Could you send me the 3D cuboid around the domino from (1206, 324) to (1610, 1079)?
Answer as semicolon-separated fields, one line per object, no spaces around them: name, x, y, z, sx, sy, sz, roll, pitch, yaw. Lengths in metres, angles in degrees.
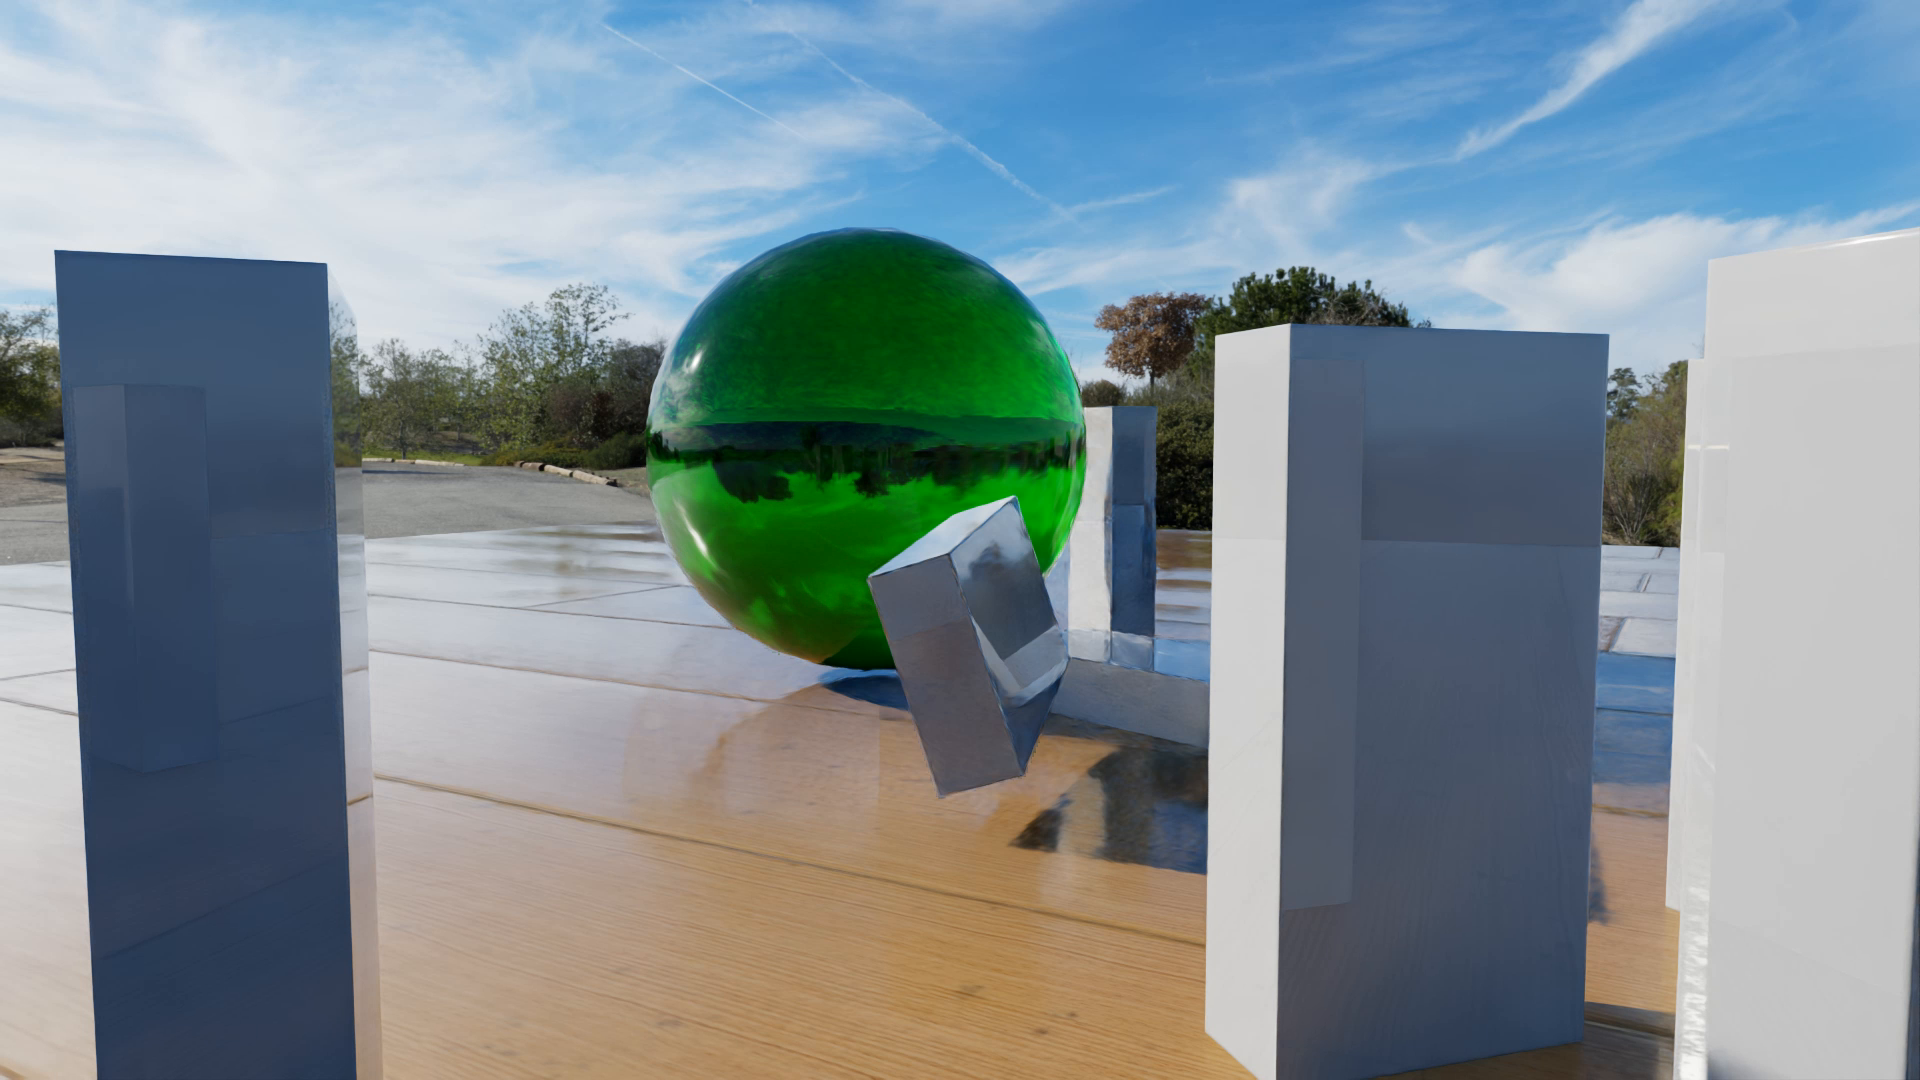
domino;0.031;0.011;0.090;0.025;0.050;0.010;-1;5;-18

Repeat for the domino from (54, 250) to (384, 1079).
domino;-0.035;0.013;0.065;0.010;0.050;0.025;-2;5;-22

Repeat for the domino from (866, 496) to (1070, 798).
domino;0.003;0.011;0.160;0.010;0.025;0.050;-17;5;13

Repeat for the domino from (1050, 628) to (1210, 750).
domino;0.029;0.023;0.204;0.025;0.009;0.050;-4;6;-40

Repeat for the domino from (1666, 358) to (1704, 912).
domino;0.074;0.010;0.106;0.009;0.050;0.025;-2;5;-20

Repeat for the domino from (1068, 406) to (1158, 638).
domino;0.032;-0.003;0.270;0.010;0.050;0.025;-1;4;-15

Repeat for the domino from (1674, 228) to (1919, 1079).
domino;0.044;0.014;0.054;0.025;0.050;0.010;-1;5;-19

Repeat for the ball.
ball;-0.017;-0.016;0.235;0.080;0.080;0.080;0;4;0
